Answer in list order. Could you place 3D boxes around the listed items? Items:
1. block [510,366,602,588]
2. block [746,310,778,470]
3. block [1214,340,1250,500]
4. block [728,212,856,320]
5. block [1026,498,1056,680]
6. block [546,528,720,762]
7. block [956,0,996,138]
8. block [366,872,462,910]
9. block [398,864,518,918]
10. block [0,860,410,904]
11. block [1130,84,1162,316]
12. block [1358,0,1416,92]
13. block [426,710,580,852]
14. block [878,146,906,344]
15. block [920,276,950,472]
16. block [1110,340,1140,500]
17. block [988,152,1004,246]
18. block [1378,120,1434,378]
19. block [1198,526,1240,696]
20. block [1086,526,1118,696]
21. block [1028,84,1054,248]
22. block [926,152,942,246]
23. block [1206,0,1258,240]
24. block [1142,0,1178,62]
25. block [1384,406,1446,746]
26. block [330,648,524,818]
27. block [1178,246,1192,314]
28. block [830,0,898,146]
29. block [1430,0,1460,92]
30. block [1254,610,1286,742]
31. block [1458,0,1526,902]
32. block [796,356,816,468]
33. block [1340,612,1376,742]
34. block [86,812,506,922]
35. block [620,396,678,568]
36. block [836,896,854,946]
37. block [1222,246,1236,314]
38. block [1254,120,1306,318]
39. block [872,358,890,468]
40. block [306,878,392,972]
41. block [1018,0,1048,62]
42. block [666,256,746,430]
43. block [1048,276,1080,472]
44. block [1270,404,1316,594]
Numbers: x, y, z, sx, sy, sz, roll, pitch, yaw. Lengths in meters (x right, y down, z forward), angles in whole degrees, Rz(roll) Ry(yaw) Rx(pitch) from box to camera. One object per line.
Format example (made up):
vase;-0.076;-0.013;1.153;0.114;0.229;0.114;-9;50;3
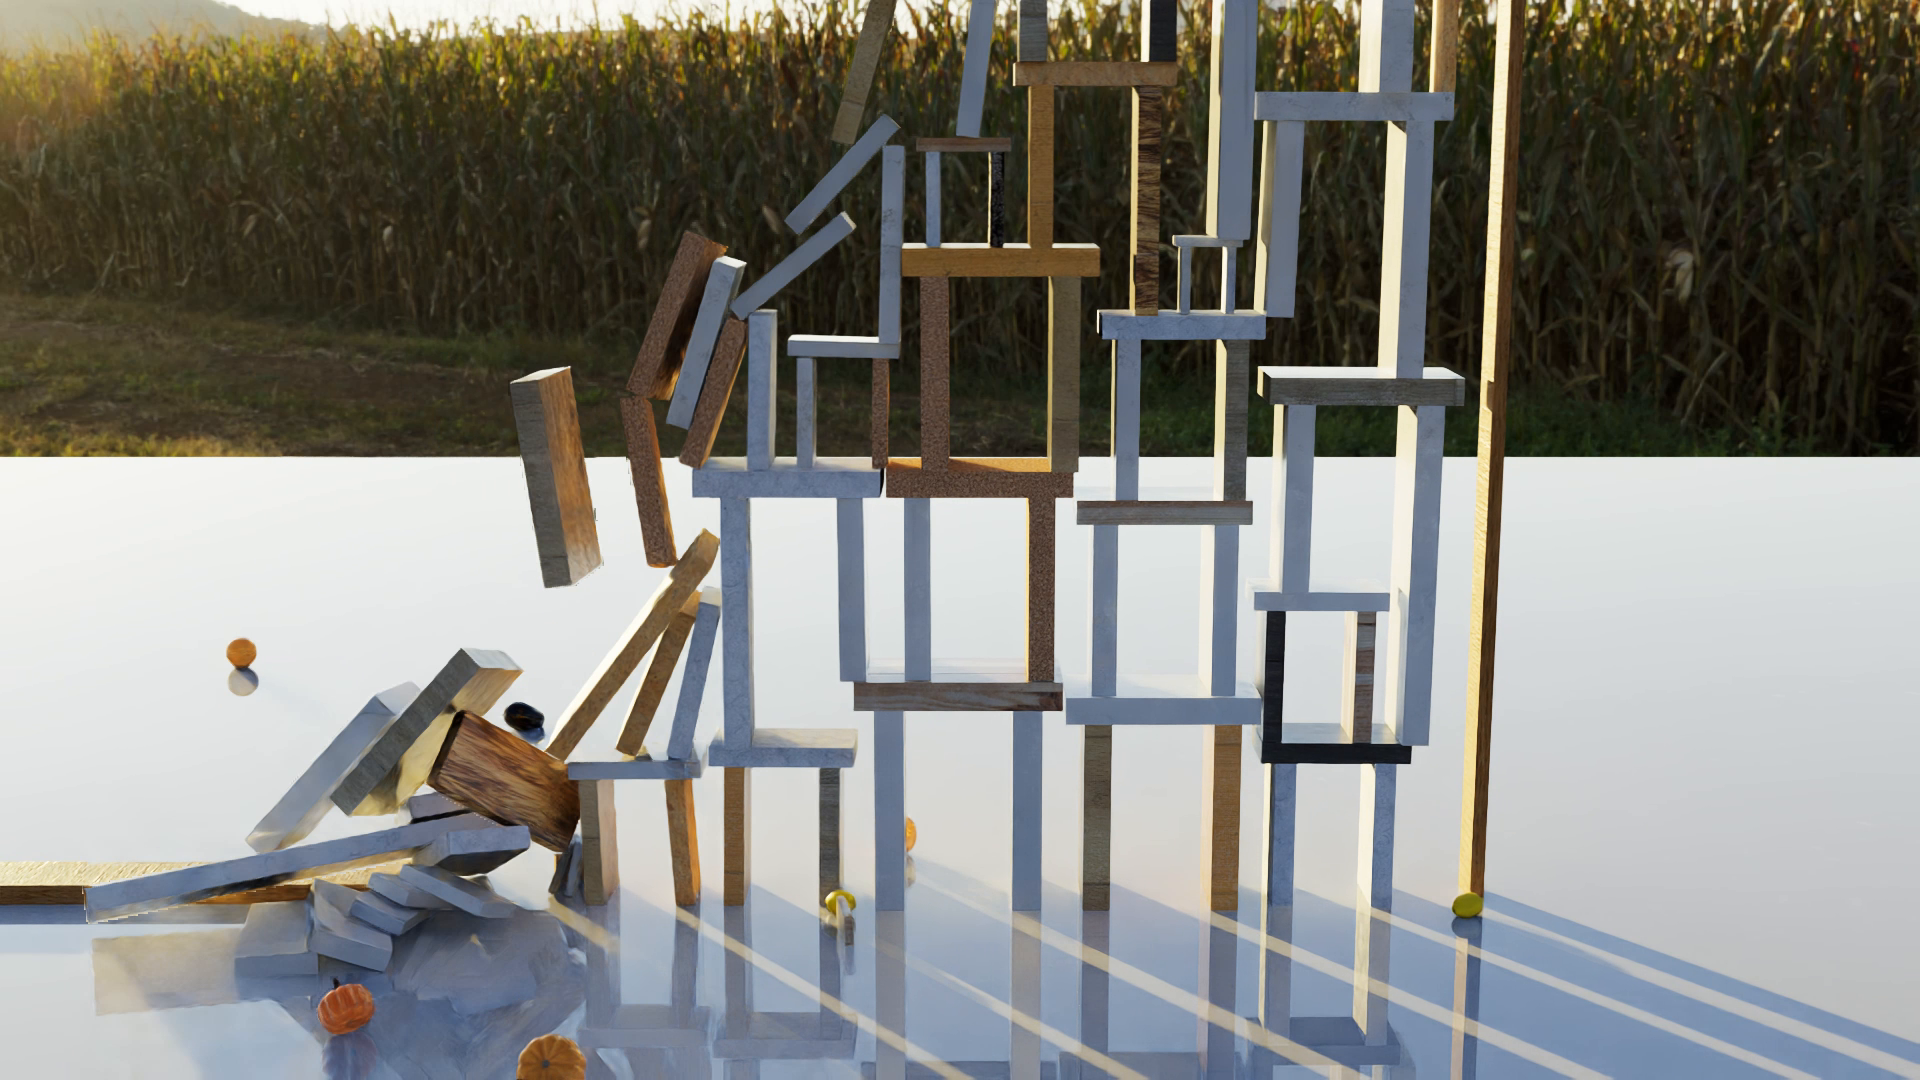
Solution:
block;-0.649;-0.103;3.543;0.047;0.330;0.165;-6;11;9
block;-0.316;-0.242;3.512;0.035;0.244;0.122;2;10;0
block;0.435;-0.200;3.521;0.036;0.255;0.127;0;11;0
block;-0.264;-0.435;3.480;0.227;0.032;0.113;-38;8;7
block;0.130;0.066;3.578;0.042;0.297;0.148;0;11;0
block;-0.525;0.169;3.534;0.035;0.423;0.122;35;16;-11
block;0.029;-0.768;3.425;0.036;0.275;0.127;7;10;0
block;-0.858;0.566;3.533;0.087;0.025;0.174;18;-2;31
block;-0.800;0.559;3.503;0.174;0.025;0.087;18;-2;28
block;-1.569;0.572;3.671;1.281;0.034;0.120;0;11;0
block;0.291;-0.534;3.458;0.035;0.353;0.124;0;11;0
block;0.661;-0.868;3.390;0.050;0.350;0.175;0;11;0
block;-0.734;0.397;3.601;0.261;0.131;0.037;35;-30;-31
block;-0.107;-0.468;3.473;0.032;0.305;0.113;2;10;0
block;-0.040;-0.271;3.510;0.043;0.307;0.153;0;11;0
block;0.265;-0.200;3.522;0.036;0.255;0.127;0;11;0
block;0.057;-0.538;3.464;0.021;0.147;0.073;0;11;-1
block;0.703;-0.461;3.472;0.043;0.395;0.150;0;11;0
block;0.421;0.101;3.580;0.040;0.279;0.140;0;11;-2
block;0.232;0.101;3.581;0.040;0.279;0.140;0;11;0
block;0.126;-0.586;3.449;0.035;0.247;0.124;0;11;0
block;-0.042;-0.538;3.466;0.021;0.147;0.073;0;11;2
block;0.425;-0.760;3.415;0.050;0.573;0.175;1;11;0
block;0.308;-0.887;3.391;0.042;0.295;0.148;0;11;0
block;0.736;0.047;3.568;0.043;0.552;0.152;0;11;0
block;-0.875;0.317;3.617;0.047;0.330;0.165;43;5;13
block;0.355;-0.413;3.485;0.015;0.105;0.053;0;11;0
block;-0.146;-0.743;3.429;0.036;0.255;0.127;16;9;-3
block;0.751;-0.775;3.408;0.023;0.161;0.081;0;11;0
block;0.506;0.210;3.595;0.031;0.218;0.109;0;11;0
block;0.853;-0.133;3.535;0.023;1.471;0.081;0;11;0
block;-0.246;-0.209;3.524;0.025;0.175;0.088;1;11;0
block;0.651;0.211;3.595;0.031;0.218;0.109;0;11;0
block;-1.050;0.521;3.579;0.697;0.037;0.131;-9;-13;-23
block;-0.499;-0.091;3.532;0.038;0.266;0.133;-10;-3;-3
block;-0.182;0.601;3.476;0.014;0.048;0.096;-4;11;-10
block;0.426;-0.413;3.485;0.015;0.105;0.053;0;11;0
block;0.503;-0.508;3.468;0.043;0.301;0.150;2;11;0
block;-0.127;-0.208;3.522;0.025;0.175;0.088;1;11;-1
block;-0.950;0.596;3.418;0.120;0.034;0.240;22;4;-19
block;0.112;-0.887;3.391;0.042;0.295;0.148;0;11;0
block;-0.404;-0.316;3.501;0.038;0.266;0.133;18;10;-2
block;0.165;-0.271;3.510;0.043;0.307;0.153;0;11;0
block;0.535;-0.077;3.544;0.043;0.303;0.152;0;11;0
